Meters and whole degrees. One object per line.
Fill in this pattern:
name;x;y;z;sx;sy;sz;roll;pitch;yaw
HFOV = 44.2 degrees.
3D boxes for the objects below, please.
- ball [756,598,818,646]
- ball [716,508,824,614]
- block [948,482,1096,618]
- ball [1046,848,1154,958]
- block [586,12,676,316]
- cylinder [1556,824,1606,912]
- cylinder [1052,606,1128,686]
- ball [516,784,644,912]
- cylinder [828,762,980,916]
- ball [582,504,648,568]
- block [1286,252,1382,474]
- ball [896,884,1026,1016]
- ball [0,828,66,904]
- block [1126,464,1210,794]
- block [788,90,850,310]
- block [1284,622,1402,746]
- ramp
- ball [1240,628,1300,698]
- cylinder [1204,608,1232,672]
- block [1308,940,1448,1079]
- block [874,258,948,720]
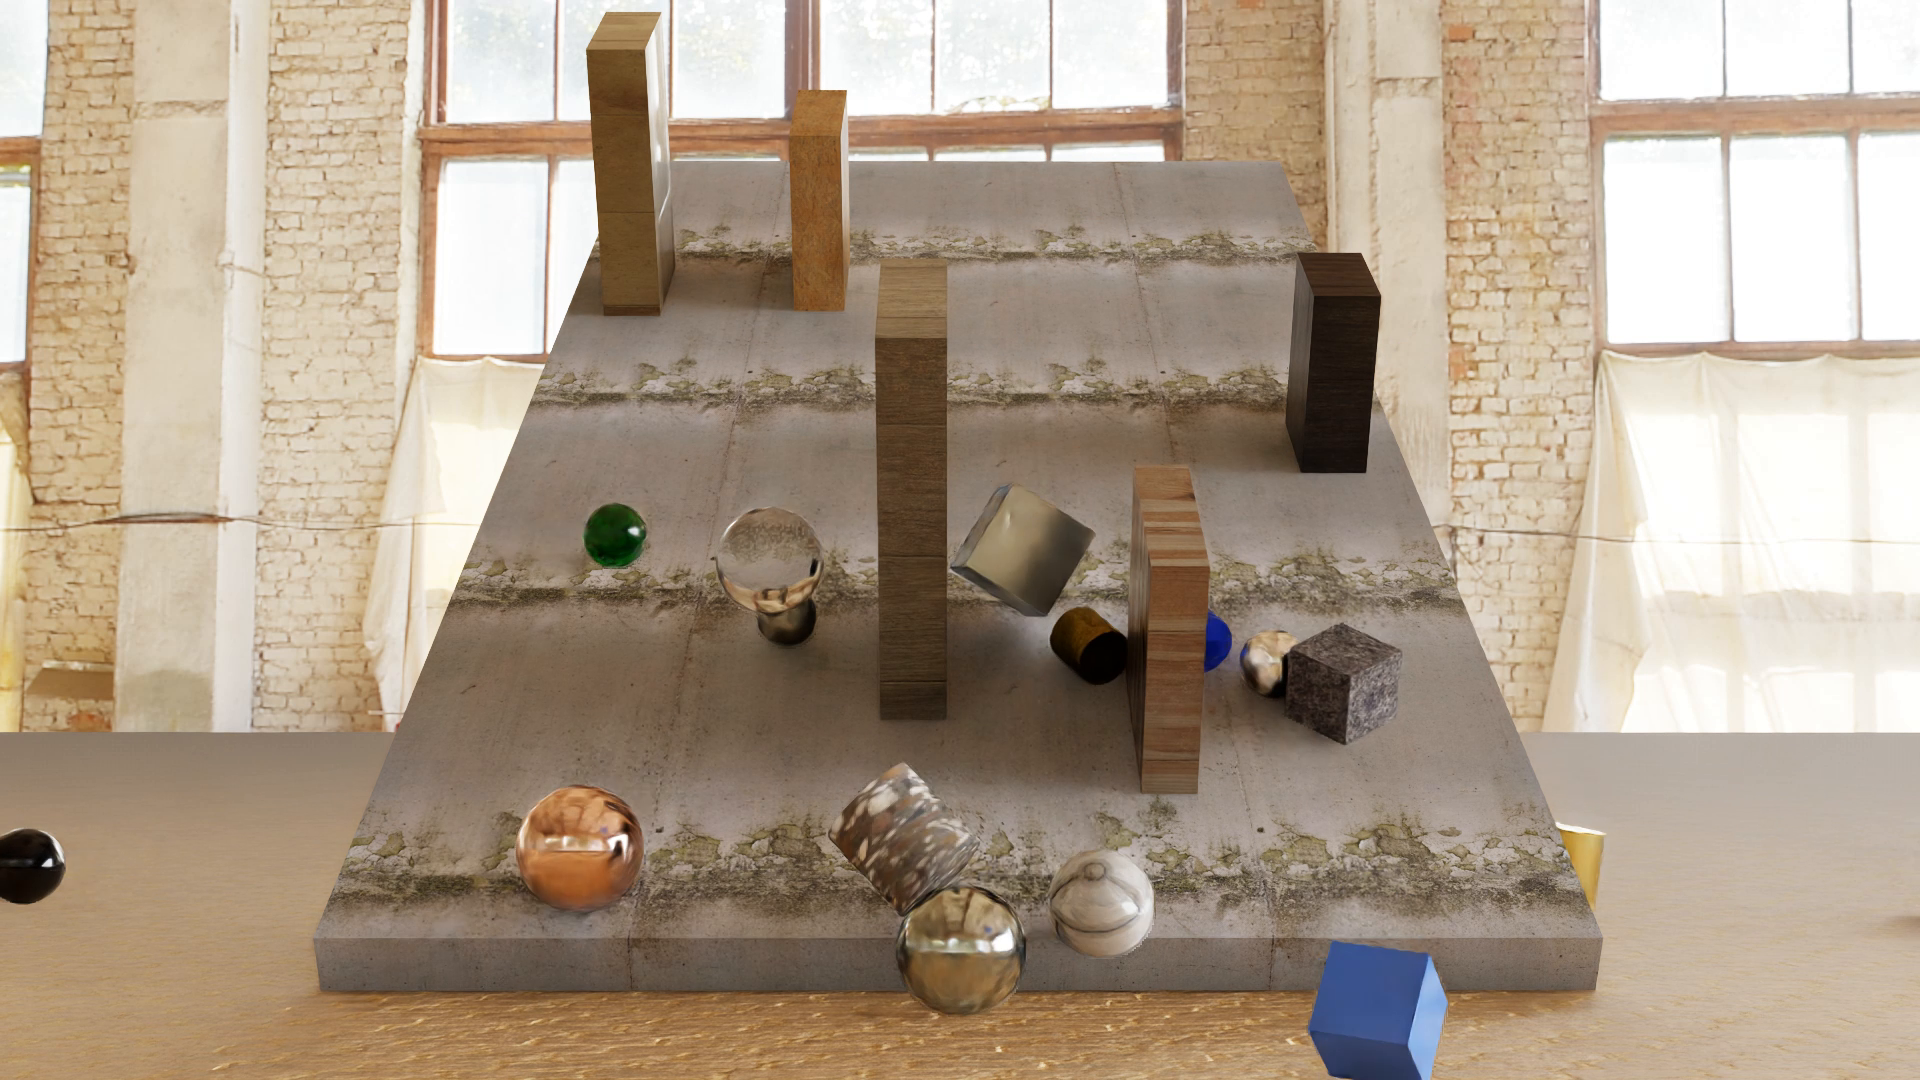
ball;-0.328;0.146;4.481;0.114;0.114;0.114;0;-4;0
ball;-0.352;0.038;4.370;0.198;0.198;0.198;0;-4;0
block;0.117;0.020;4.501;0.182;0.182;0.182;32;-8;-7
ball;0.215;0.554;3.605;0.164;0.164;0.164;0;-4;0
block;-0.840;-0.968;6.070;0.144;0.691;0.377;0;26;0
cylinder;1.259;0.701;5.010;0.189;0.189;0.189;9;-1;0
cylinder;0.242;0.196;4.388;0.109;0.109;0.109;2;26;-27
ball;-0.596;0.484;3.703;0.199;0.199;0.199;0;-4;0
cylinder;-0.084;0.453;3.575;0.164;0.164;0.164;-41;-15;-14
ball;-0.697;-0.009;4.773;0.130;0.130;0.130;0;-4;0
block;0.823;-0.394;5.236;0.143;0.415;0.274;0;26;0
ball;0.002;0.588;3.391;0.187;0.187;0.187;0;-4;0
ball;-2.177;0.759;5.502;0.178;0.178;0.178;0;-4;0
block;0.357;0.150;4.113;0.096;0.437;0.397;0;26;0
block;-0.363;-0.892;6.174;0.129;0.465;0.418;0;26;0
block;0.686;0.257;4.232;0.141;0.141;0.141;-22;34;-37
ramp;-0.010;-0.228;5.475;2.000;0.100;4.000;0;26;0
ball;0.573;0.226;4.311;0.126;0.126;0.126;0;-4;0
cylinder;0.433;0.174;4.429;0.113;0.113;0.113;2;24;-25
block;0.470;0.534;2.651;0.112;0.112;0.112;3;-37;27
block;-0.083;-0.092;4.261;0.120;0.737;0.390;0;26;0
